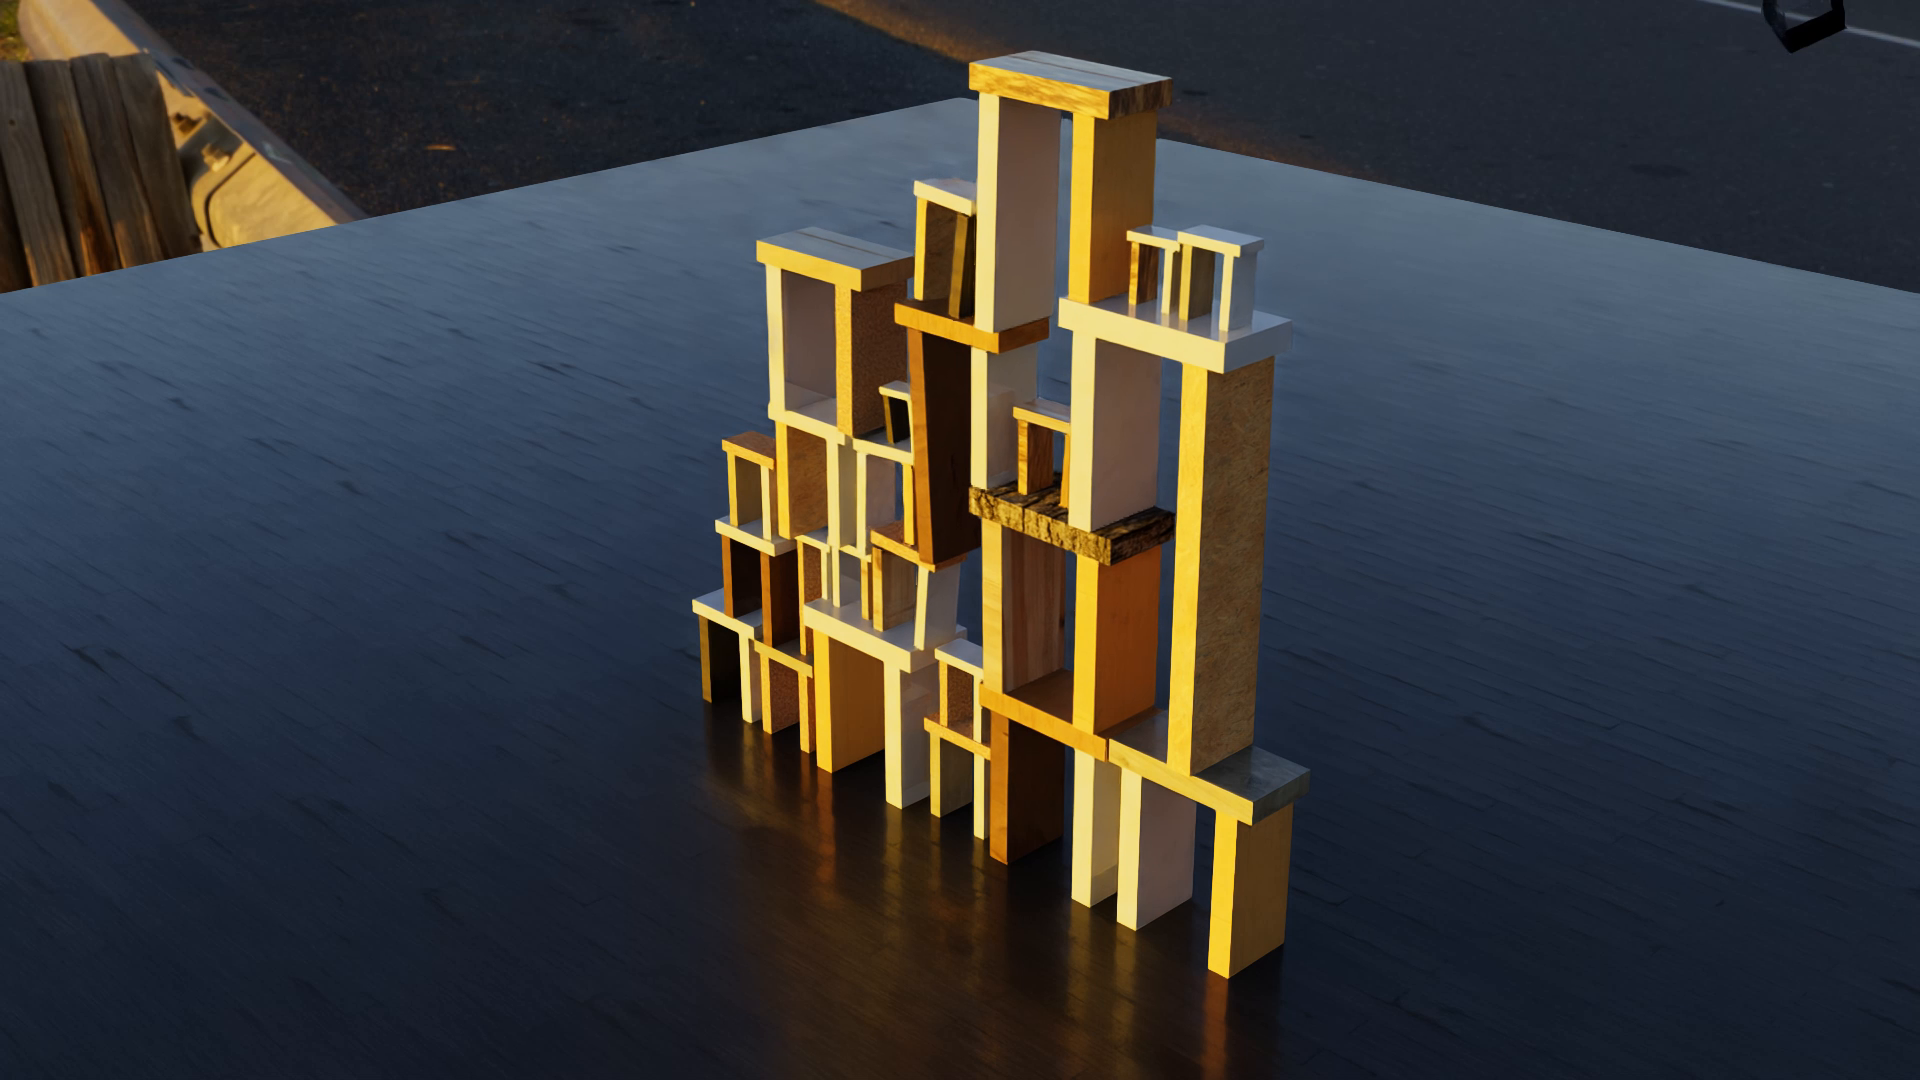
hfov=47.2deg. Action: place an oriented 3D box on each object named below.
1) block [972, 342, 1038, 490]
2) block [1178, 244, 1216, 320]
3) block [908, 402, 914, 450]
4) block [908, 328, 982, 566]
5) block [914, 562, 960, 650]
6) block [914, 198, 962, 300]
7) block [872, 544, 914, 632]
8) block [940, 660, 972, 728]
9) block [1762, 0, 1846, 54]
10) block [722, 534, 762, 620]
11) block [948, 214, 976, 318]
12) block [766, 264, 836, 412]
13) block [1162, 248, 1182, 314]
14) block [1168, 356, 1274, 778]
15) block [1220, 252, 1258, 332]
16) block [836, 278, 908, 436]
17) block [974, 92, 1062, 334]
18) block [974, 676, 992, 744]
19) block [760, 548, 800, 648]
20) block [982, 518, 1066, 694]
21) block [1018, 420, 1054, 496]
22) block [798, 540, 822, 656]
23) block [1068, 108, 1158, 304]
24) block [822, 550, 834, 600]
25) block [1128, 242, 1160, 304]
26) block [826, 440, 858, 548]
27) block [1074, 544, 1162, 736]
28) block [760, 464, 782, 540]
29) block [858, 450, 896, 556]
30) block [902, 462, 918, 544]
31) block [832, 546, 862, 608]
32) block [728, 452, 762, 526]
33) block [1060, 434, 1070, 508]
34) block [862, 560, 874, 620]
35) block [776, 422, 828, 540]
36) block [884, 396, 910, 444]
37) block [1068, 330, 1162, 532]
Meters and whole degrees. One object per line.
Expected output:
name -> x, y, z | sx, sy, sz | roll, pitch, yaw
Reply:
block -> 0.081, -0.236, 4.022 | 0.038, 0.266, 0.133 | 21, 31, 41
block -> 0.391, -0.430, 3.614 | 0.018, 0.127, 0.063 | 23, 32, 40
block -> -0.075, -0.225, 4.218 | 0.014, 0.096, 0.048 | 13, 27, 39
block -> -0.027, -0.190, 4.166 | 0.038, 0.462, 0.133 | 17, 28, 42
block -> -0.044, 0.121, 4.316 | 0.089, 0.178, 0.025 | -21, 35, -41
block -> -0.035, -0.540, 4.054 | 0.094, 0.187, 0.027 | -11, 24, -35
block -> -0.132, 0.086, 4.399 | 0.089, 0.178, 0.025 | -21, 31, -40
block -> -0.008, 0.293, 4.350 | 0.020, 0.141, 0.071 | 21, 31, 41
block -> 1.903, -1.213, 4.968 | 0.131, 0.131, 0.131 | -24, 51, 10
block -> -0.465, 0.066, 4.753 | 0.027, 0.192, 0.096 | 21, 31, 41
block -> 0.030, -0.497, 3.950 | 0.094, 0.187, 0.027 | -17, 32, -41
block -> -0.313, -0.418, 4.392 | 0.042, 0.297, 0.148 | 21, 31, 40
block -> 0.361, -0.434, 3.647 | 0.015, 0.109, 0.054 | 23, 32, 40
block -> 0.444, 0.038, 3.762 | 0.179, 0.748, 0.051 | -21, 31, -41
block -> 0.450, -0.407, 3.559 | 0.018, 0.127, 0.063 | 23, 32, 39
block -> -0.170, -0.363, 4.264 | 0.042, 0.297, 0.148 | 22, 31, 40
block -> 0.101, -0.585, 3.860 | 0.045, 0.421, 0.159 | 23, 32, 40
block -> 0.059, 0.319, 4.289 | 0.020, 0.141, 0.071 | 21, 31, 41
block -> -0.375, 0.113, 4.674 | 0.027, 0.217, 0.096 | 21, 31, 41
block -> 0.121, 0.101, 4.136 | 0.173, 0.346, 0.049 | -21, 30, -40
block -> 0.138, -0.158, 3.998 | 0.020, 0.141, 0.071 | 20, 31, 40
block -> -0.312, 0.114, 4.616 | 0.015, 0.261, 0.054 | 21, 31, 40
block -> 0.257, -0.570, 3.700 | 0.159, 0.318, 0.045 | -21, 32, -41
block -> -0.260, 0.064, 4.539 | 0.054, 0.109, 0.015 | -21, 32, -41
block -> 0.310, -0.454, 3.694 | 0.015, 0.109, 0.054 | 23, 32, 40
block -> -0.213, -0.107, 4.412 | 0.032, 0.226, 0.113 | 21, 31, 40
block -> 0.285, 0.165, 3.988 | 0.049, 0.346, 0.173 | 21, 31, 40
block -> -0.374, -0.088, 4.592 | 0.081, 0.163, 0.023 | -21, 31, -41
block -> -0.166, -0.083, 4.361 | 0.023, 0.220, 0.083 | 22, 31, 39
block -> -0.073, -0.082, 4.279 | 0.023, 0.166, 0.083 | 18, 29, 38
block -> -0.230, 0.067, 4.505 | 0.065, 0.130, 0.018 | -21, 31, -41
block -> -0.451, -0.118, 4.662 | 0.081, 0.163, 0.023 | -21, 31, -41
block -> 0.215, -0.134, 3.940 | 0.020, 0.141, 0.071 | 24, 32, 36
block -> -0.169, 0.091, 4.448 | 0.065, 0.130, 0.018 | -21, 31, -40
block -> -0.321, -0.137, 4.512 | 0.032, 0.251, 0.113 | 21, 31, 40
block -> -0.123, -0.240, 4.259 | 0.014, 0.096, 0.048 | 11, 26, 39
block -> 0.272, -0.209, 3.842 | 0.051, 0.357, 0.179 | 21, 31, 40
